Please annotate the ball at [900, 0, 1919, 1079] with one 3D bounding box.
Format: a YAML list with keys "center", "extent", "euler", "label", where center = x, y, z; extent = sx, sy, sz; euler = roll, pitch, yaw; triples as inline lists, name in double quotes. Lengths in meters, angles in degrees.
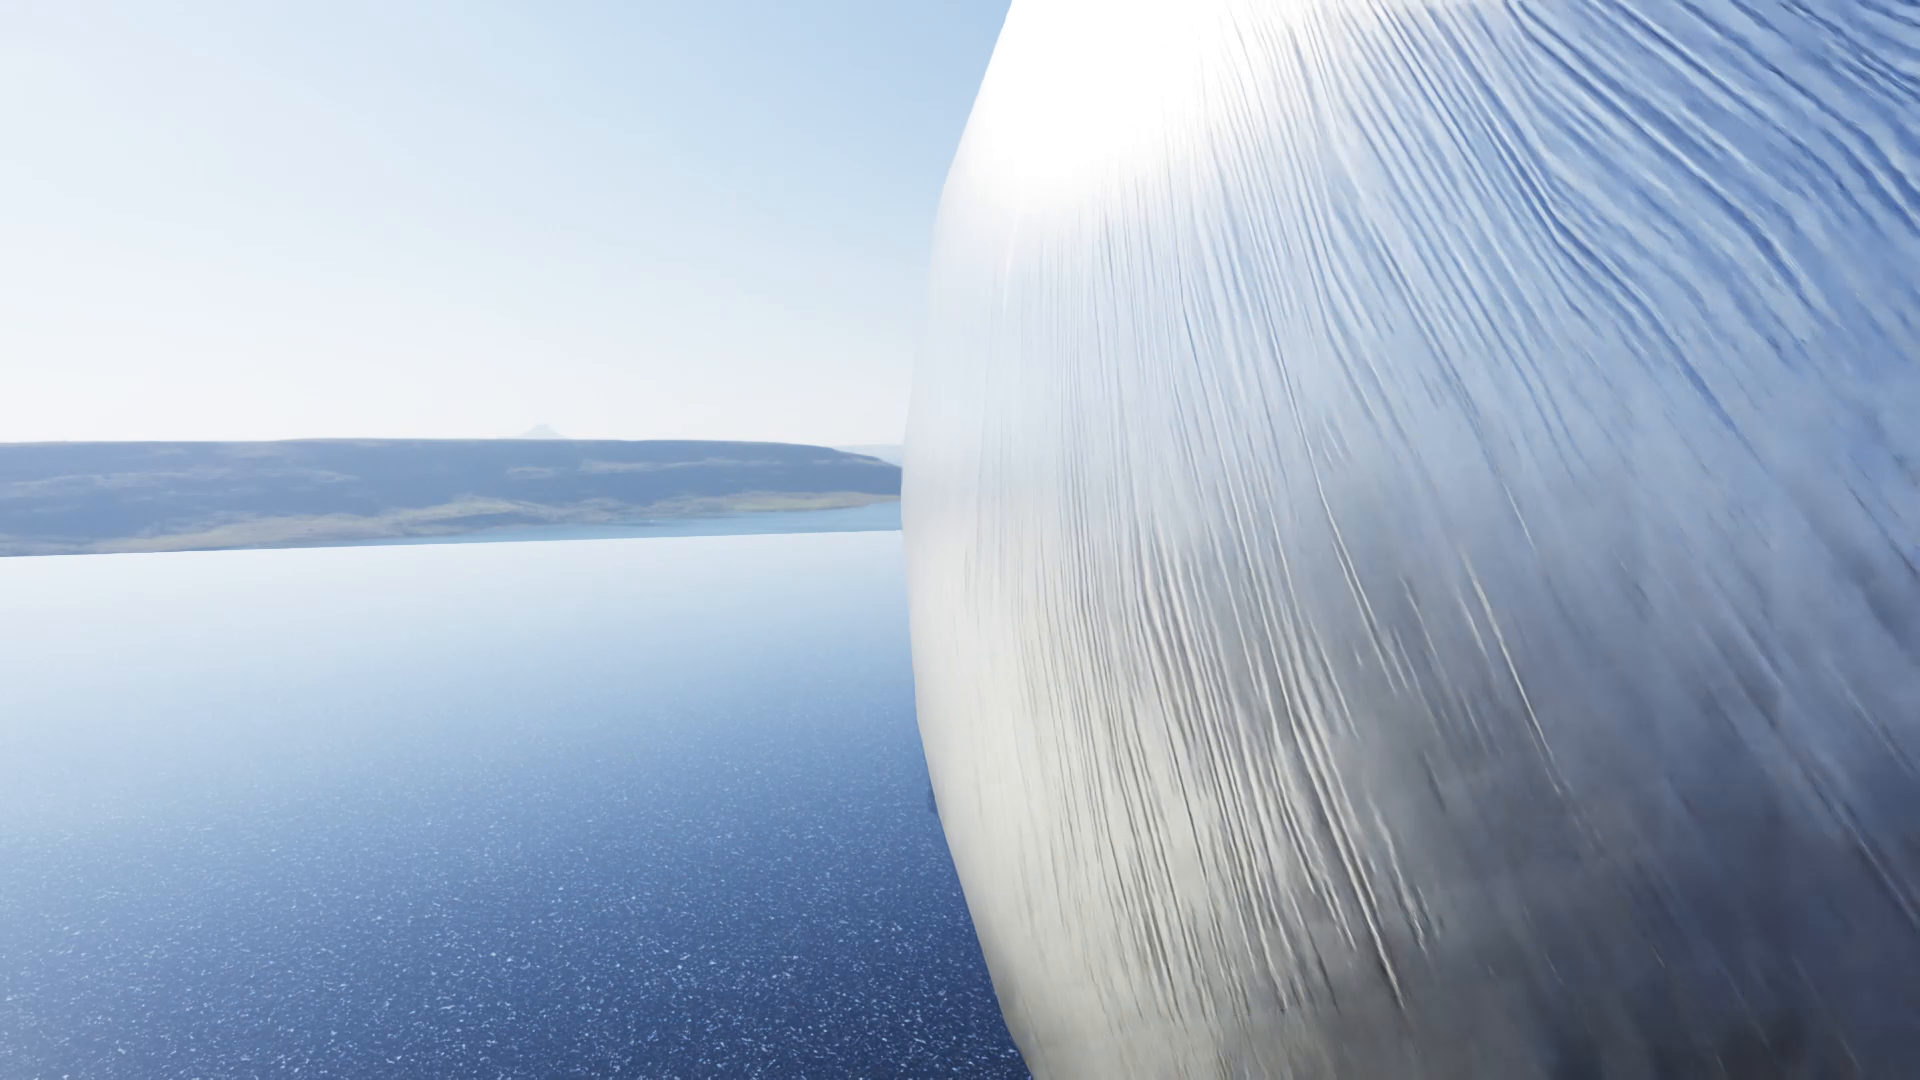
- center: [0.038, -0.001, 0.043]
  extent: [0.080, 0.080, 0.080]
  euler: [0, 4, 0]
  label: "ball"
